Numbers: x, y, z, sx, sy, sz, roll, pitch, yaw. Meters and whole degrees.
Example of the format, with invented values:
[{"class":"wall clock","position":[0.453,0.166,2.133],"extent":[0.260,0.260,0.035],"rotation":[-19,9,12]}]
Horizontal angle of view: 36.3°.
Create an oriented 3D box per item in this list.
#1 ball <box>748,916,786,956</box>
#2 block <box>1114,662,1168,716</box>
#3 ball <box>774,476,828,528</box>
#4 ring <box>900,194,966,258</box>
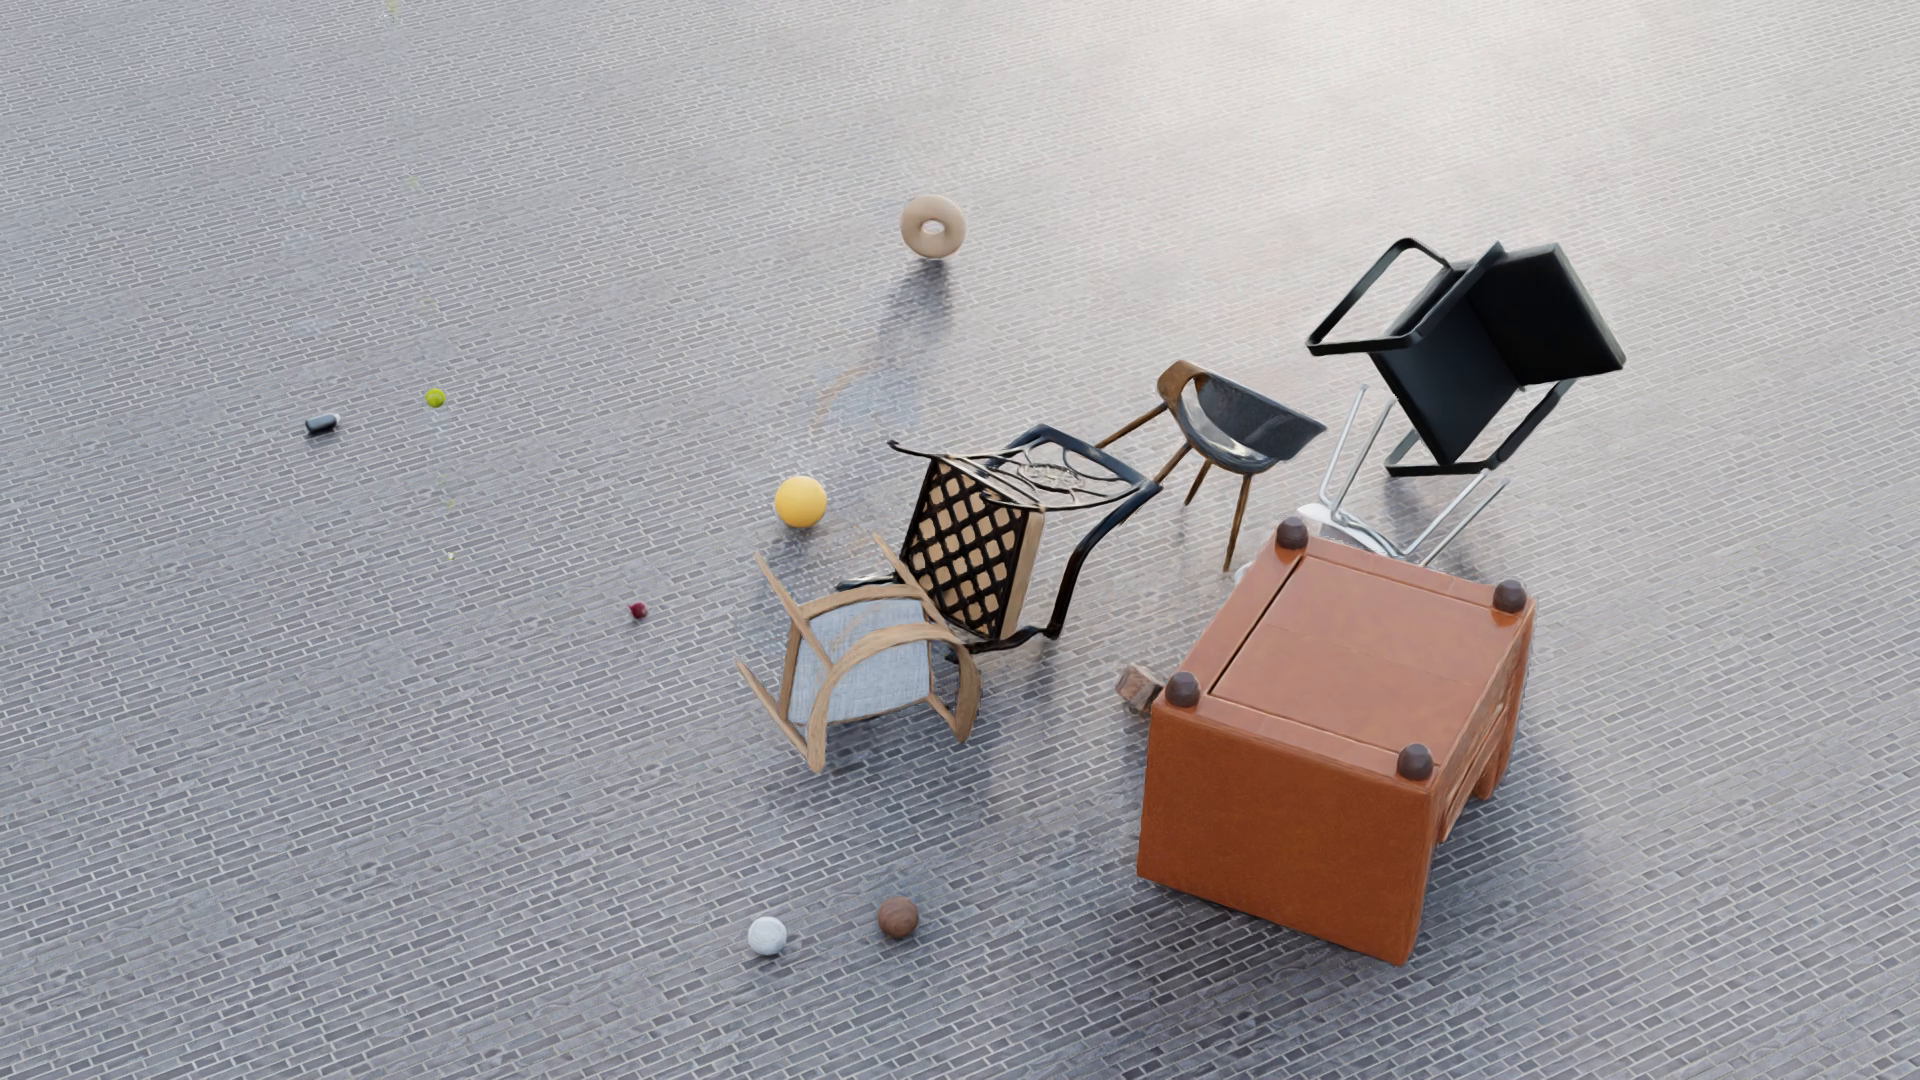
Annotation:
[{"class":"ball","position":[-0.591,1.214,8.993],"extent":[0.119,0.119,0.119],"rotation":[0,33,0]},{"class":"block","position":[0.620,0.510,10.036],"extent":[0.069,0.109,0.154],"rotation":[18,15,-45]},{"class":"ball","position":[-0.595,-0.143,10.982],"extent":[0.197,0.197,0.197],"rotation":[0,33,0]},{"class":"ring","position":[-0.115,-1.358,12.700],"extent":[0.288,0.333,0.114],"rotation":[-3,47,7]}]
